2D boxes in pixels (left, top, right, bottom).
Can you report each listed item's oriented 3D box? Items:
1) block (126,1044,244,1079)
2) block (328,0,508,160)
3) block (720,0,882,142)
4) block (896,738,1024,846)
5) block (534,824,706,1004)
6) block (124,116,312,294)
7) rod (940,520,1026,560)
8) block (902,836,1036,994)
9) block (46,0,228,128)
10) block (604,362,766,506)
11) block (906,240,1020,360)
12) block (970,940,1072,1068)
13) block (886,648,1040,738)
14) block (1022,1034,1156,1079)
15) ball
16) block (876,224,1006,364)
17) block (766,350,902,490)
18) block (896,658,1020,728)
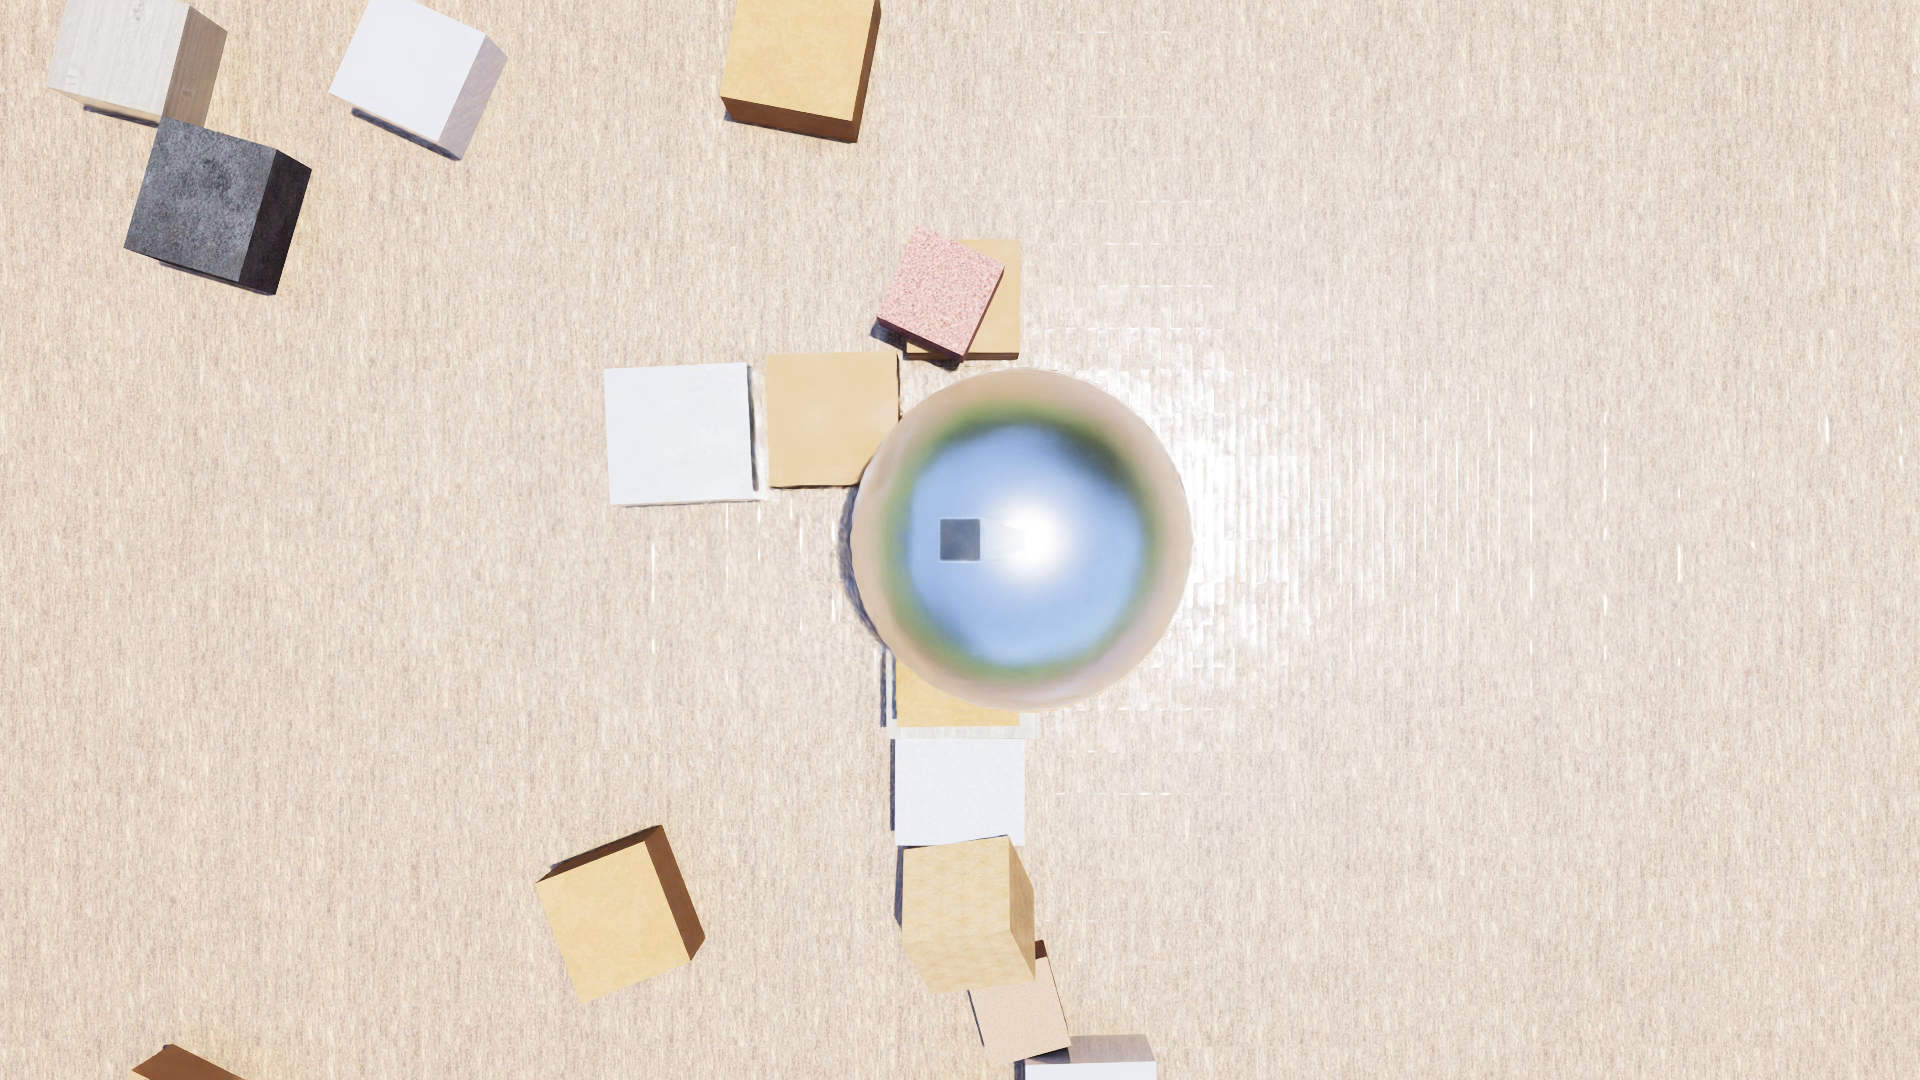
[{"bbox_3d":[-4.503,3.455,12.672,0.700,0.656,0.721,27,90,0],"label":"block"},{"bbox_3d":[-3.116,-2.688,12.697,0.677,0.607,0.666,24,90,0],"label":"block"},{"bbox_3d":[-0.905,-2.800,12.660,0.753,0.681,0.777,11,90,0],"label":"block"},{"bbox_3d":[0.000,1.414,12.670,0.725,0.660,0.598,0,90,0],"label":"block"},{"bbox_3d":[-1.937,2.135,12.632,0.656,0.737,0.719,-21,90,0],"label":"block"},{"bbox_3d":[-4.260,-1.914,12.662,0.672,0.676,0.775,16,90,0],"label":"block"},{"bbox_3d":[0.124,0.000,6.850,0.080,5.200,0.080,0,90,3],"label":"rod"},{"bbox_3d":[0.054,2.112,12.364,0.608,0.609,0.590,-9,50,12],"label":"block"},{"bbox_3d":[-4.731,-2.777,12.673,0.674,0.654,0.640,14,90,0],"label":"block"},{"bbox_3d":[-1.565,-0.592,12.606,0.794,0.789,0.753,-3,90,0],"label":"block"},{"bbox_3d":[0.020,-1.387,12.748,0.642,0.505,0.642,0,90,0],"label":"block"},{"bbox_3d":[0.334,2.678,12.735,0.474,0.531,0.523,-16,90,0],"label":"block"},{"bbox_3d":[0.016,0.745,12.564,0.841,0.873,0.701,0,90,0],"label":"block"},{"bbox_3d":[0.743,3.313,12.655,0.730,0.690,0.767,-2,90,0],"label":"block"},{"bbox_3d":[0.286,0.000,10.247,1.600,1.600,1.600,0,90,0],"label":"ball"},{"bbox_3d":[-0.107,-1.361,12.229,0.524,0.533,0.549,25,90,0],"label":"block"},{"bbox_3d":[-0.715,-0.681,12.668,0.736,0.664,0.740,-2,90,0],"label":"block"},{"bbox_3d":[-0.013,0.664,11.828,0.640,0.598,0.630,-1,90,0],"label":"block"}]
